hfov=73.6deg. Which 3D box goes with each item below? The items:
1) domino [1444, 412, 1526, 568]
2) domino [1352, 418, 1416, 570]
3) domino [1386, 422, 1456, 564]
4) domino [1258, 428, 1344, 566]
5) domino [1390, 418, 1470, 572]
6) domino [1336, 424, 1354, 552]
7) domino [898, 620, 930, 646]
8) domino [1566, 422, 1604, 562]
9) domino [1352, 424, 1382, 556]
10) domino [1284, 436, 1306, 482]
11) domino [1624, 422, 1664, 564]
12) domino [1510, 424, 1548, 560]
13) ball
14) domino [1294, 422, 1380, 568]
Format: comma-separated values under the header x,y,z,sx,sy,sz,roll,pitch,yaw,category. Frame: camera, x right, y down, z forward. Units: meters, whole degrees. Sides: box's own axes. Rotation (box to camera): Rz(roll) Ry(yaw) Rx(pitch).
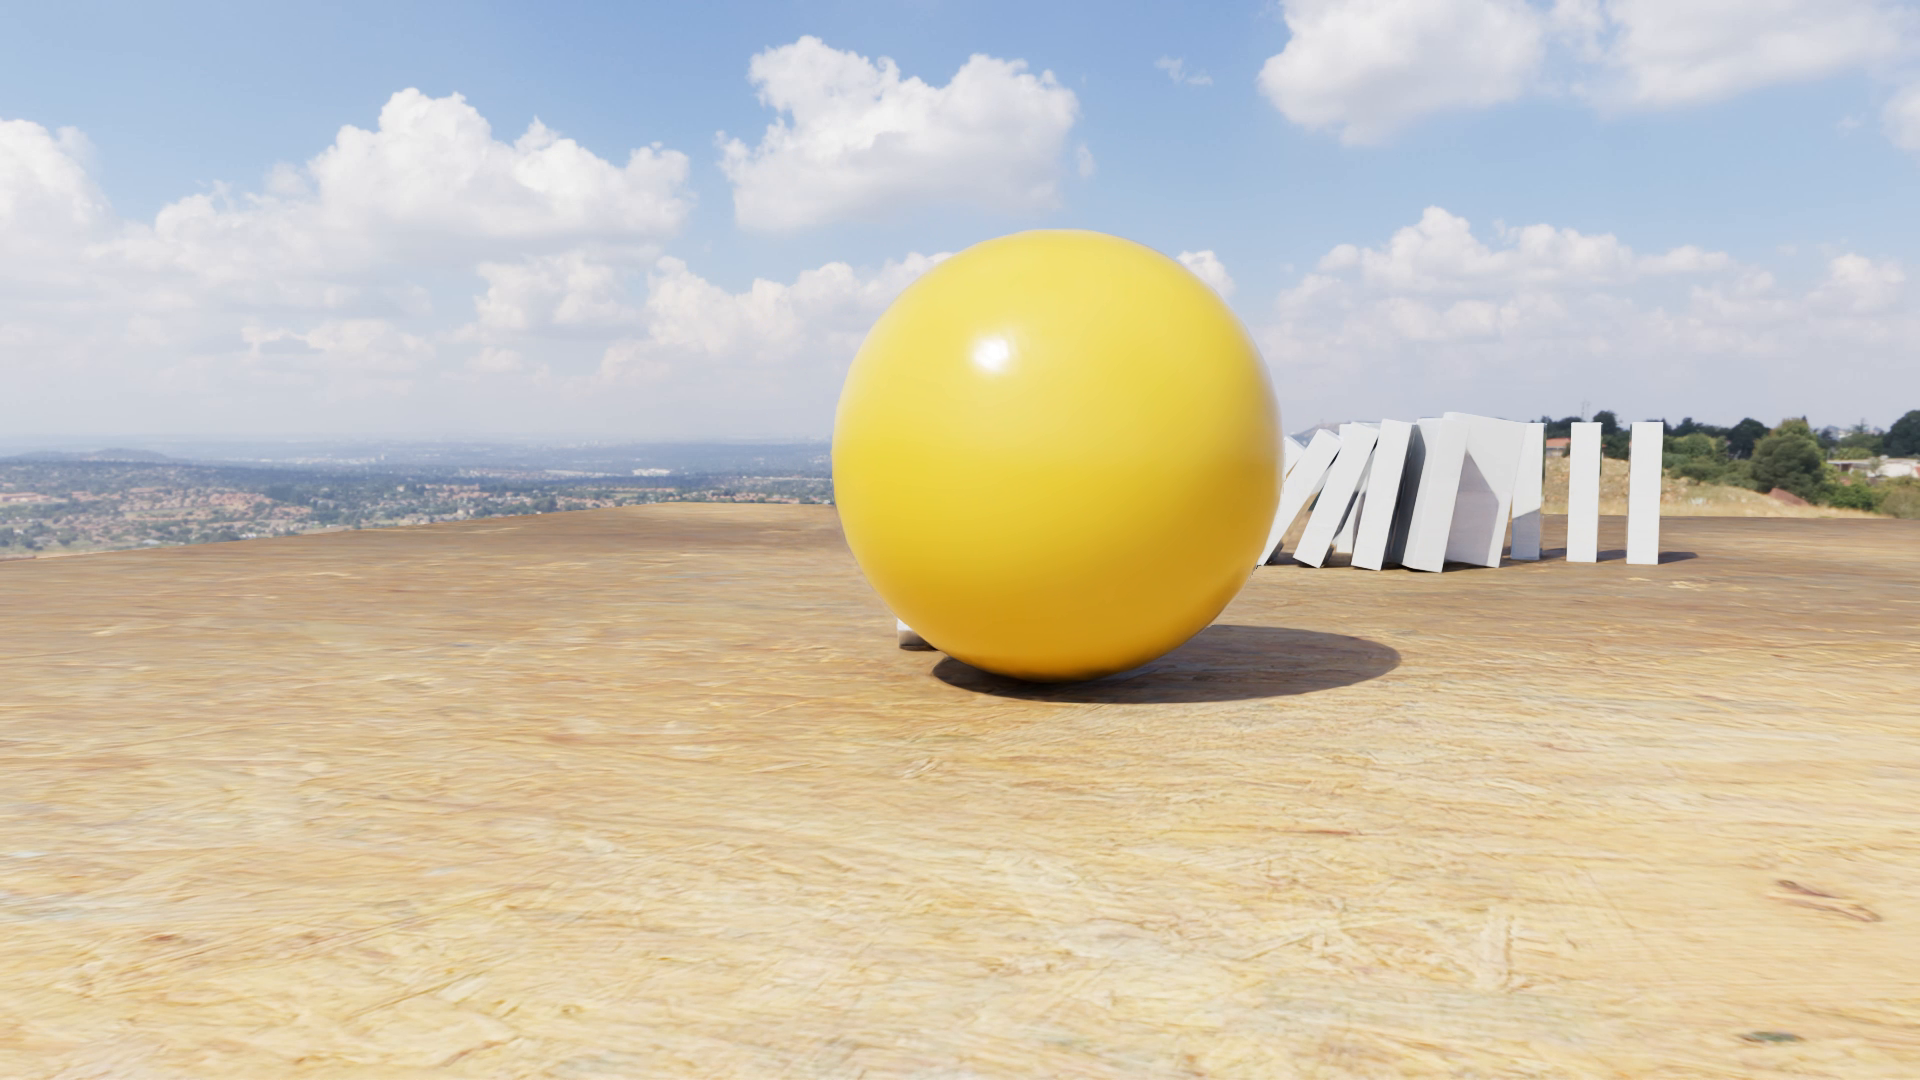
x,y,z,sx,sy,sz,roll,pitch,yaw,category
0.177,-0.017,0.443,0.025,0.050,0.009,9,4,0,domino
0.145,-0.016,0.440,0.009,0.050,0.025,13,9,21,domino
0.166,-0.017,0.461,0.025,0.050,0.010,-1,4,-16,domino
0.119,-0.015,0.453,0.010,0.050,0.025,35,16,17,domino
0.159,-0.016,0.434,0.010,0.050,0.025,9,5,1,domino
0.161,-0.020,0.498,0.025,0.050,0.010,4,6,43,domino
-0.001,-0.002,0.276,0.025,0.050,0.010,0,-25,-1,domino
0.230,-0.018,0.472,0.010,0.050,0.025,2,5,28,domino
0.161,-0.018,0.479,0.025,0.050,0.009,-1,4,-11,domino
0.105,-0.015,0.461,0.009,0.050,0.025,41,15,13,domino
0.247,-0.017,0.463,0.009,0.050,0.025,2,5,26,domino
0.213,-0.019,0.481,0.009,0.050,0.025,2,5,27,domino
0.017,-0.015,0.229,0.080,0.080,0.080,0,4,0,ball
0.132,-0.016,0.446,0.009,0.050,0.025,25,13,19,domino
